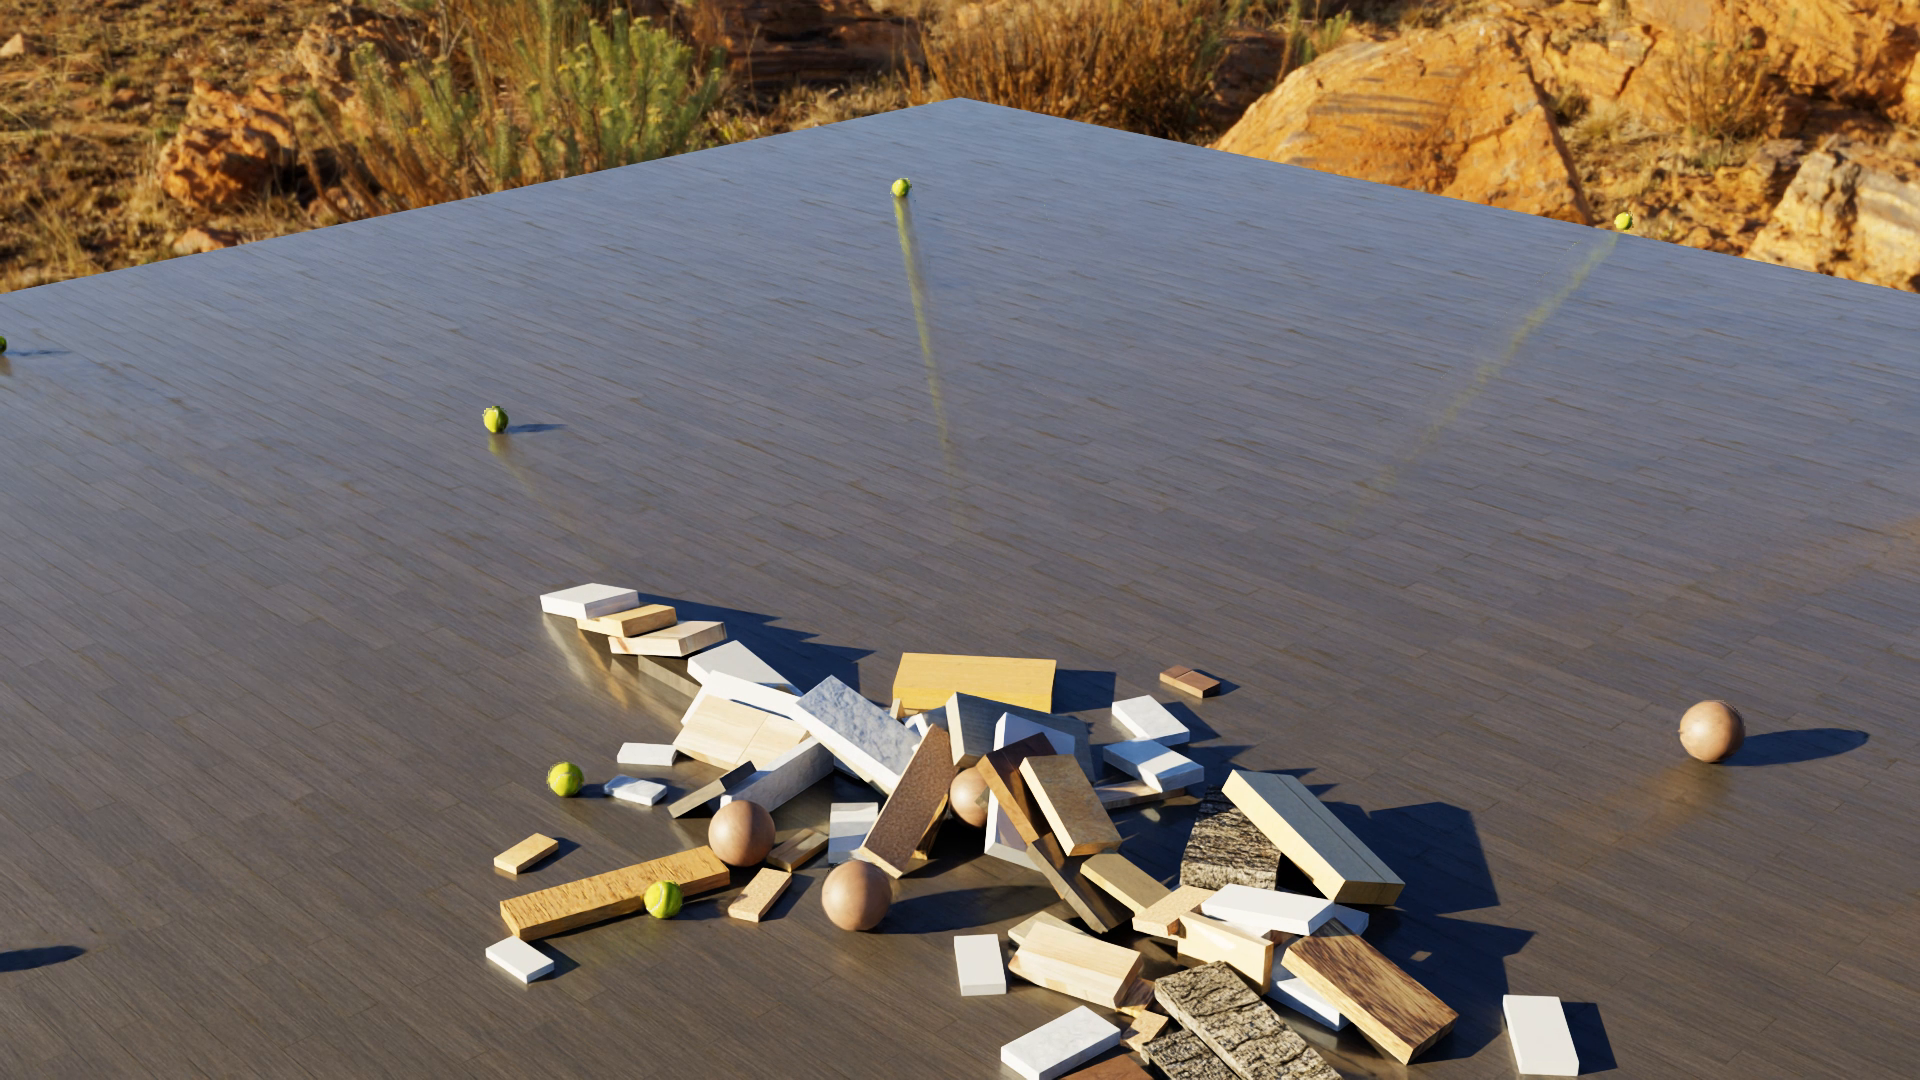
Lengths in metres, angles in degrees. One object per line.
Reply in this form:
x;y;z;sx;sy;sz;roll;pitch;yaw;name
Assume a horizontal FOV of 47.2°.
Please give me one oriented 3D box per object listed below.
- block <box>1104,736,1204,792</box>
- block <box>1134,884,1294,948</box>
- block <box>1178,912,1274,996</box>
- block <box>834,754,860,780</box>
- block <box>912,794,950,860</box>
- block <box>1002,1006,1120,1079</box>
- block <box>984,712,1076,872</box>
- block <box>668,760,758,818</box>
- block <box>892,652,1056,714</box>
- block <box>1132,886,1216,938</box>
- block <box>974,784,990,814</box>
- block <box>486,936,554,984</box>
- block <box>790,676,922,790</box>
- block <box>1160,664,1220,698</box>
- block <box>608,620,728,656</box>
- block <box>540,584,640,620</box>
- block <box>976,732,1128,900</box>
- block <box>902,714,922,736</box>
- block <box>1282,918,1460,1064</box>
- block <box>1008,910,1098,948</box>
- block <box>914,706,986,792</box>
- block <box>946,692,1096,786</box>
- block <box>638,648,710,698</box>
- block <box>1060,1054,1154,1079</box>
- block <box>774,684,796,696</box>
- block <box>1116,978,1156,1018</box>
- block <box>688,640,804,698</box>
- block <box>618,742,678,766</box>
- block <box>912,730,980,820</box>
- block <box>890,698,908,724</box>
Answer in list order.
0.403;0.466;4.588;0.107;0.030;0.213;-11;19;-28;block
0.471;0.691;4.004;0.276;0.039;0.138;4;19;43;block
0.469;0.731;3.895;0.184;0.092;0.026;14;17;41;block
-0.231;0.468;4.615;0.093;0.013;0.046;20;55;40;block
-0.082;0.562;4.356;0.082;0.023;0.164;6;38;15;block
0.171;0.853;3.716;0.187;0.027;0.094;-18;29;-36;block
0.139;0.495;4.299;0.154;0.044;0.309;20;47;-15;block
-0.497;0.500;4.408;0.187;0.027;0.094;-31;-1;42;block
0.035;0.322;4.938;0.350;0.050;0.175;2;23;6;block
0.393;0.674;3.997;0.078;0.022;0.156;4;19;43;block
0.113;0.537;4.306;0.164;0.023;0.082;42;45;0;block
-0.792;0.755;3.960;0.121;0.017;0.061;21;31;40;block
-0.200;0.394;4.516;0.274;0.039;0.137;33;37;16;block
0.522;0.320;4.984;0.063;0.018;0.126;-20;30;-39;block
-0.674;0.225;5.067;0.135;0.038;0.270;-21;14;-42;block
-0.888;0.146;5.268;0.137;0.039;0.274;-14;10;-30;block
0.177;0.527;4.233;0.154;0.044;0.309;-17;65;-39;block
-0.020;0.393;4.710;0.191;0.027;0.095;-12;24;-16;block
0.706;0.774;3.791;0.138;0.039;0.276;-21;47;-41;block
0.187;0.737;3.991;0.184;0.026;0.092;21;31;40;block
-0.015;0.436;4.516;0.095;0.191;0.027;-15;-13;-40;block
0.125;0.415;4.498;0.309;0.044;0.154;15;45;-25;block
-0.596;0.300;5.006;0.135;0.038;0.270;-21;30;-40;block
0.209;0.911;3.572;0.222;0.031;0.111;-14;27;-29;block
-0.363;0.370;4.780;0.129;0.018;0.064;36;41;20;block
0.315;0.802;3.852;0.048;0.014;0.095;12;26;26;block
-0.466;0.324;4.875;0.135;0.038;0.270;-21;43;-40;block
-0.663;0.454;4.669;0.116;0.016;0.058;3;23;6;block
-0.024;0.475;4.456;0.082;0.164;0.023;-22;-9;-36;block
-0.135;0.397;4.729;0.016;0.057;0.113;-10;30;13;block
